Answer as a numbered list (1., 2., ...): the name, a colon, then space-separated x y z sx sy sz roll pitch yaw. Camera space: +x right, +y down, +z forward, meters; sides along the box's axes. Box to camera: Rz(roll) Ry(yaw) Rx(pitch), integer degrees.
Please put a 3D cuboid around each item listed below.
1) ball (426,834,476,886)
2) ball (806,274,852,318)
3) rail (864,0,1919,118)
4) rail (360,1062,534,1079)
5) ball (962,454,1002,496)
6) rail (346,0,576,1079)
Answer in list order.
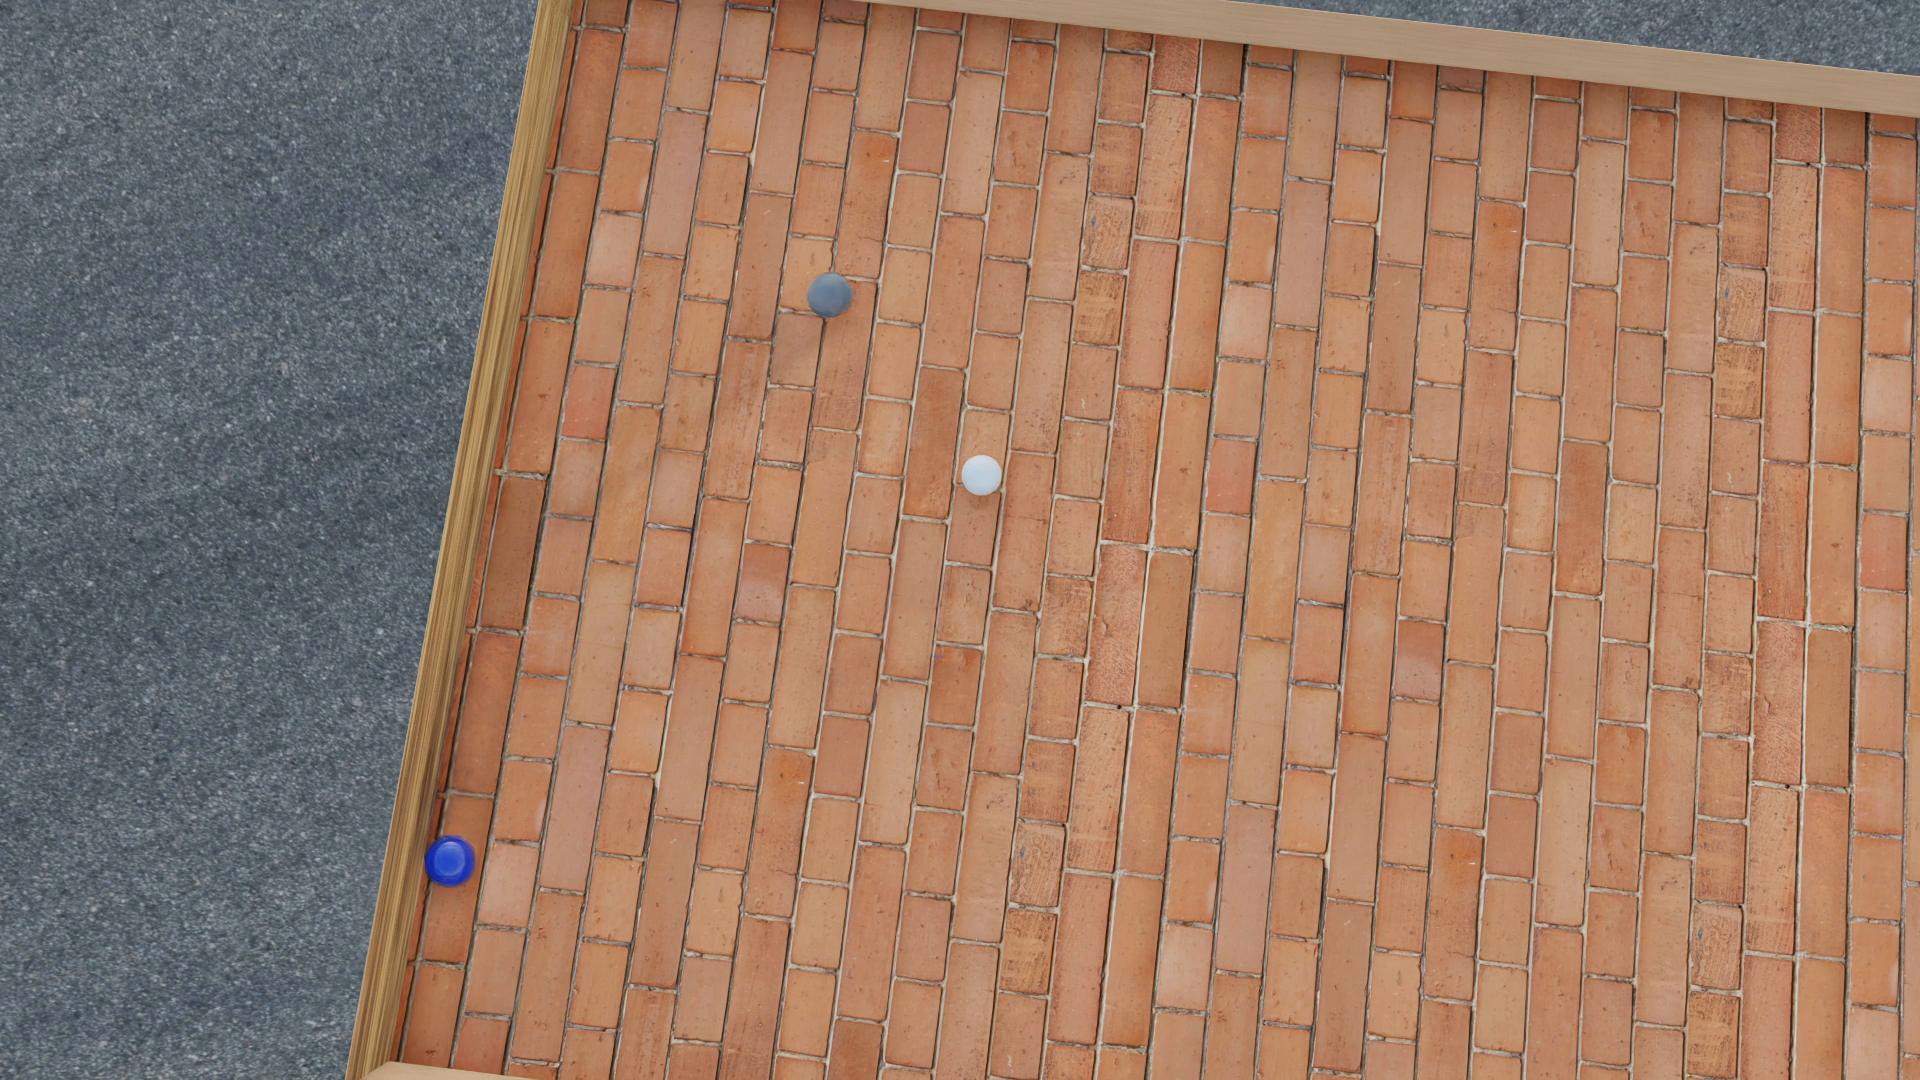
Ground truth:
1. ball: -0.744 0.467 3.212 0.073 0.073 0.073 0 77 0
2. ball: -0.203 -0.379 3.416 0.068 0.068 0.068 0 77 0
3. rail: 0.862 -0.766 3.494 3.050 0.095 0.045 7 77 2
4. rail: 0.652 0.936 3.088 3.050 0.095 0.045 7 77 2
5. ball: 0.033 -0.099 3.353 0.062 0.062 0.062 0 77 0
6. rail: -0.733 -0.089 3.333 0.045 0.095 1.809 7 77 2
